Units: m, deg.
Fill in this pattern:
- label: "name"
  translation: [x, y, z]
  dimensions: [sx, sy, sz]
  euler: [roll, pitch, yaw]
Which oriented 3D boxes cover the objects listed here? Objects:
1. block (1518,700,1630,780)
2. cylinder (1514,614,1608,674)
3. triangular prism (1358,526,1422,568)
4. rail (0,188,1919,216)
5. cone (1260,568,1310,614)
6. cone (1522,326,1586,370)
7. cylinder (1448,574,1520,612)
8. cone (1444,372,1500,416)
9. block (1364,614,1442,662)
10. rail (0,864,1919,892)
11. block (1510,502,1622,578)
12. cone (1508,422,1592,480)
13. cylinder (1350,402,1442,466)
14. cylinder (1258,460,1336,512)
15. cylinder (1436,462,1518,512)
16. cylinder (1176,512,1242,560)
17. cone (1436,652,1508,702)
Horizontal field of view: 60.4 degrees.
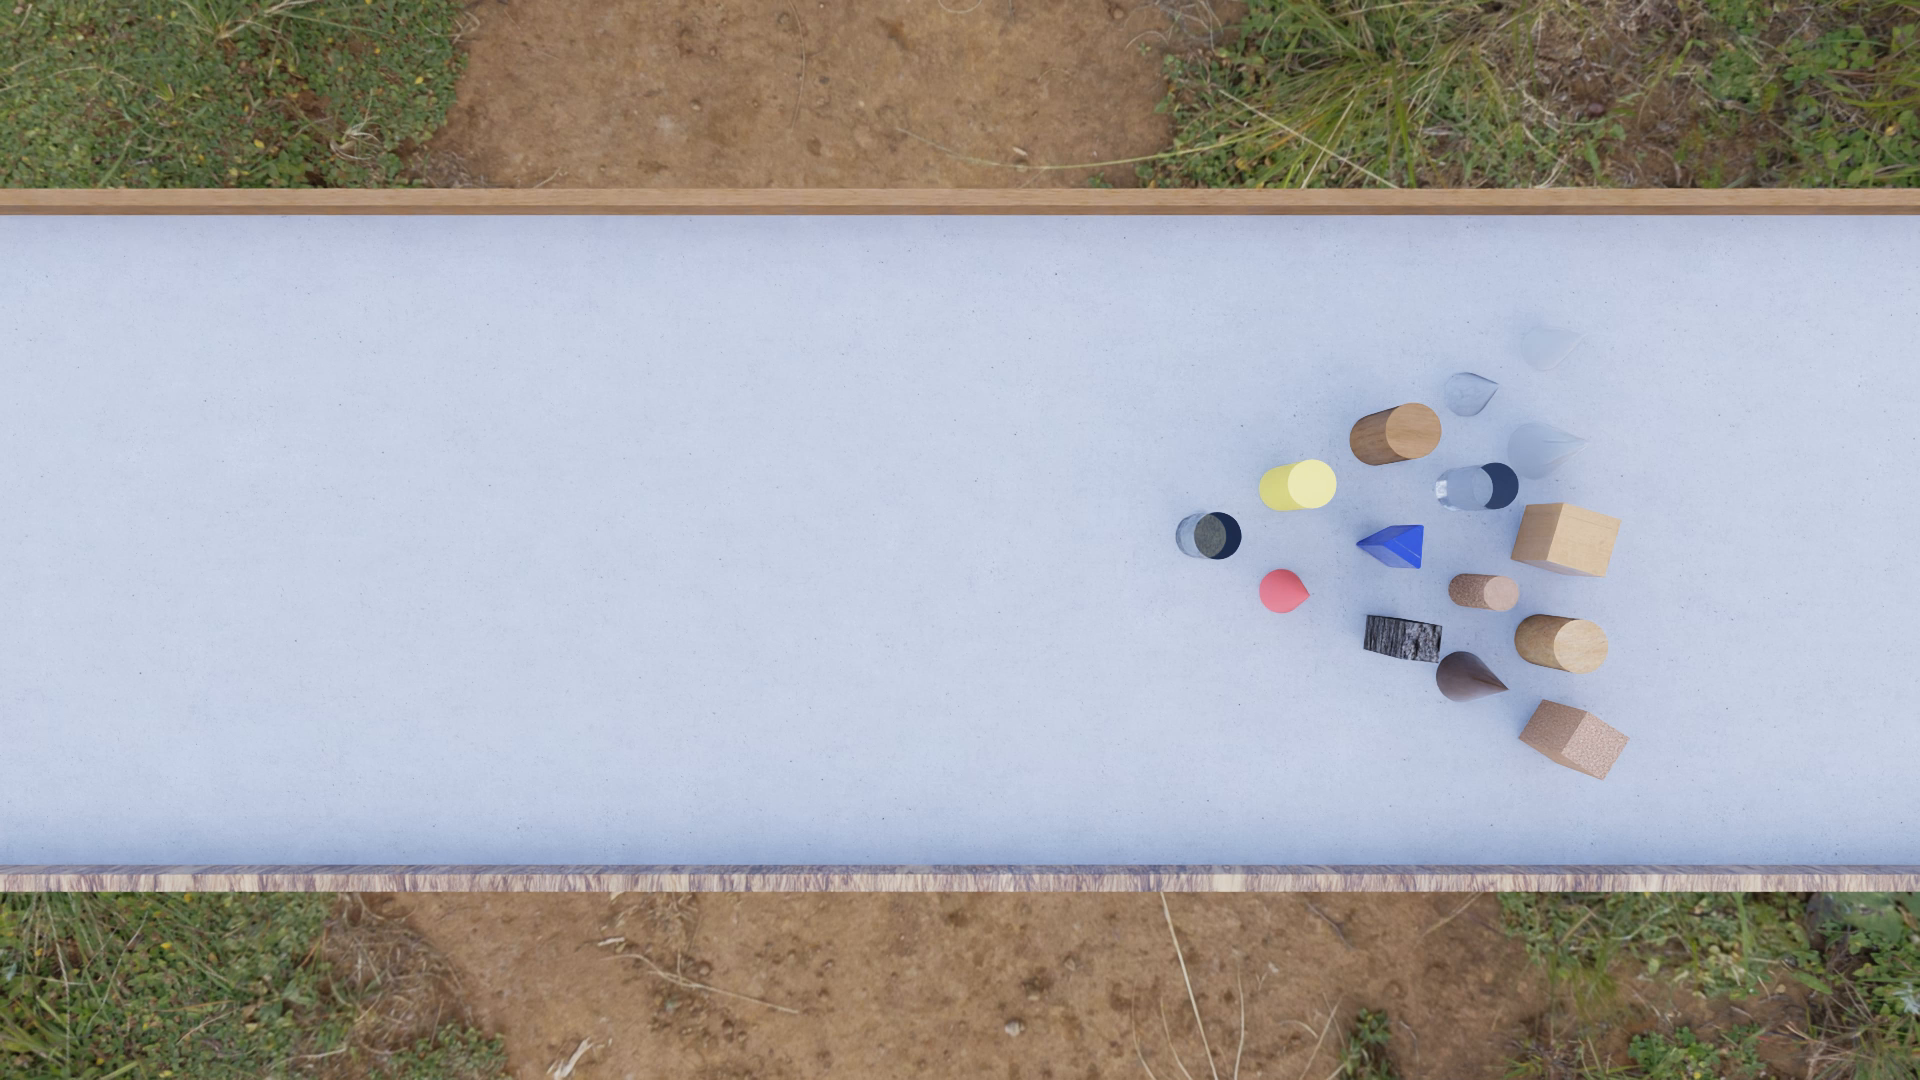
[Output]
- label: "block"
  translation: [1.816, 0.589, 4.895]
  dimensions: [0.144, 0.363, 0.144]
  euler: [33, 90, 0]
- label: "cylinder"
  translation: [1.785, 0.307, 4.908]
  dimensions: [0.157, 0.338, 0.157]
  euler: [0, 90, 0]
- label: "triangular prism"
  translation: [1.301, 0.002, 4.910]
  dimensions: [0.125, 0.333, 0.108]
  euler: [34, 90, 0]
- label: "rail"
  translation: [-2.247, -1.025, 5.002]
  dimensions: [12.000, 0.150, 0.050]
  euler: [0, 90, 0]
- label: "cone"
  translation: [0.989, 0.158, 4.866]
  dimensions: [0.137, 0.421, 0.137]
  euler: [0, 90, 0]
- label: "cone"
  translation: [1.796, -0.591, 4.897]
  dimensions: [0.134, 0.360, 0.134]
  euler: [0, 90, 0]
- label: "cylinder"
  translation: [1.555, 0.154, 4.906]
  dimensions: [0.102, 0.342, 0.102]
  euler: [0, 90, 0]
- label: "cone"
  translation: [1.559, -0.448, 4.914]
  dimensions: [0.137, 0.324, 0.137]
  euler: [0, 90, 0]
- label: "block"
  translation: [1.300, 0.288, 4.858]
  dimensions: [0.106, 0.437, 0.106]
  euler: [6, 90, 0]
- label: "rail"
  translation: [-2.247, 1.025, 5.001]
  dimensions: [12.000, 0.150, 0.050]
  euler: [0, 90, 0]
- label: "block"
  translation: [1.802, 0.000, 4.919]
  dimensions: [0.174, 0.315, 0.174]
  euler: [17, 90, 0]
- label: "cone"
  translation: [1.772, -0.273, 4.850]
  dimensions: [0.175, 0.454, 0.175]
  euler: [0, 90, 0]
- label: "cylinder"
  translation: [1.278, -0.308, 4.862]
  dimensions: [0.158, 0.430, 0.158]
  euler: [0, 90, 0]
- label: "cylinder"
  translation: [0.989, -0.158, 4.854]
  dimensions: [0.137, 0.446, 0.137]
  euler: [0, 90, 0]
- label: "cylinder"
  translation: [1.531, -0.155, 4.897]
  dimensions: [0.135, 0.359, 0.135]
  euler: [0, 90, 0]
- label: "cylinder"
  translation: [0.730, -0.012, 4.874]
  dimensions: [0.136, 0.405, 0.136]
  euler: [0, 90, 0]
- label: "cone"
  translation: [1.544, 0.421, 4.855]
  dimensions: [0.158, 0.443, 0.158]
  euler: [0, 90, 0]
